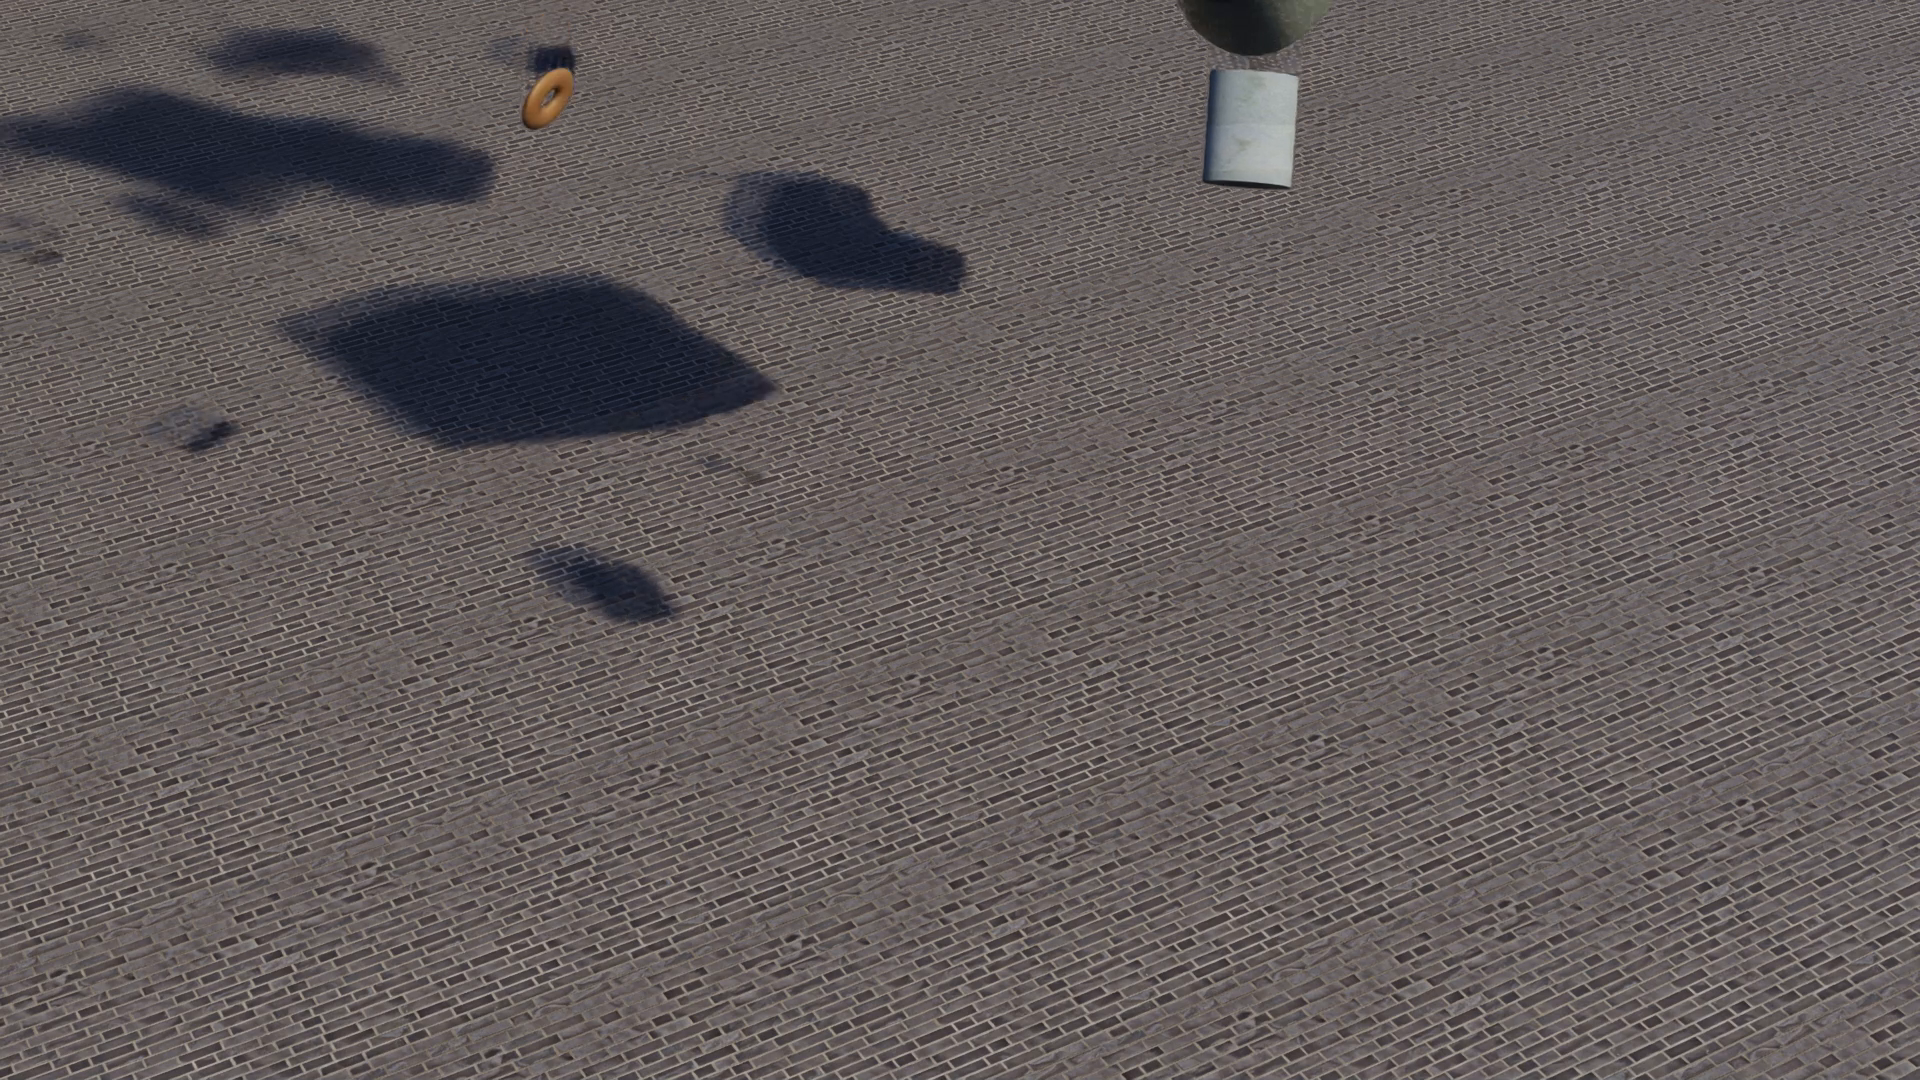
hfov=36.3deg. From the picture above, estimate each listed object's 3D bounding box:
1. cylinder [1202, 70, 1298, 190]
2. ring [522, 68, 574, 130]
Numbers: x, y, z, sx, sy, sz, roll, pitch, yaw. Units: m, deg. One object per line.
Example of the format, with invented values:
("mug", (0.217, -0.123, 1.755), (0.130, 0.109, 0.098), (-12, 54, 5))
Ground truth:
("cylinder", (0.811, -1.145, 8.181), (0.251, 0.307, 0.143), (4, 1, -5))
("ring", (-1.351, -1.446, 9.611), (0.039, 0.217, 0.281), (30, 31, 13))
